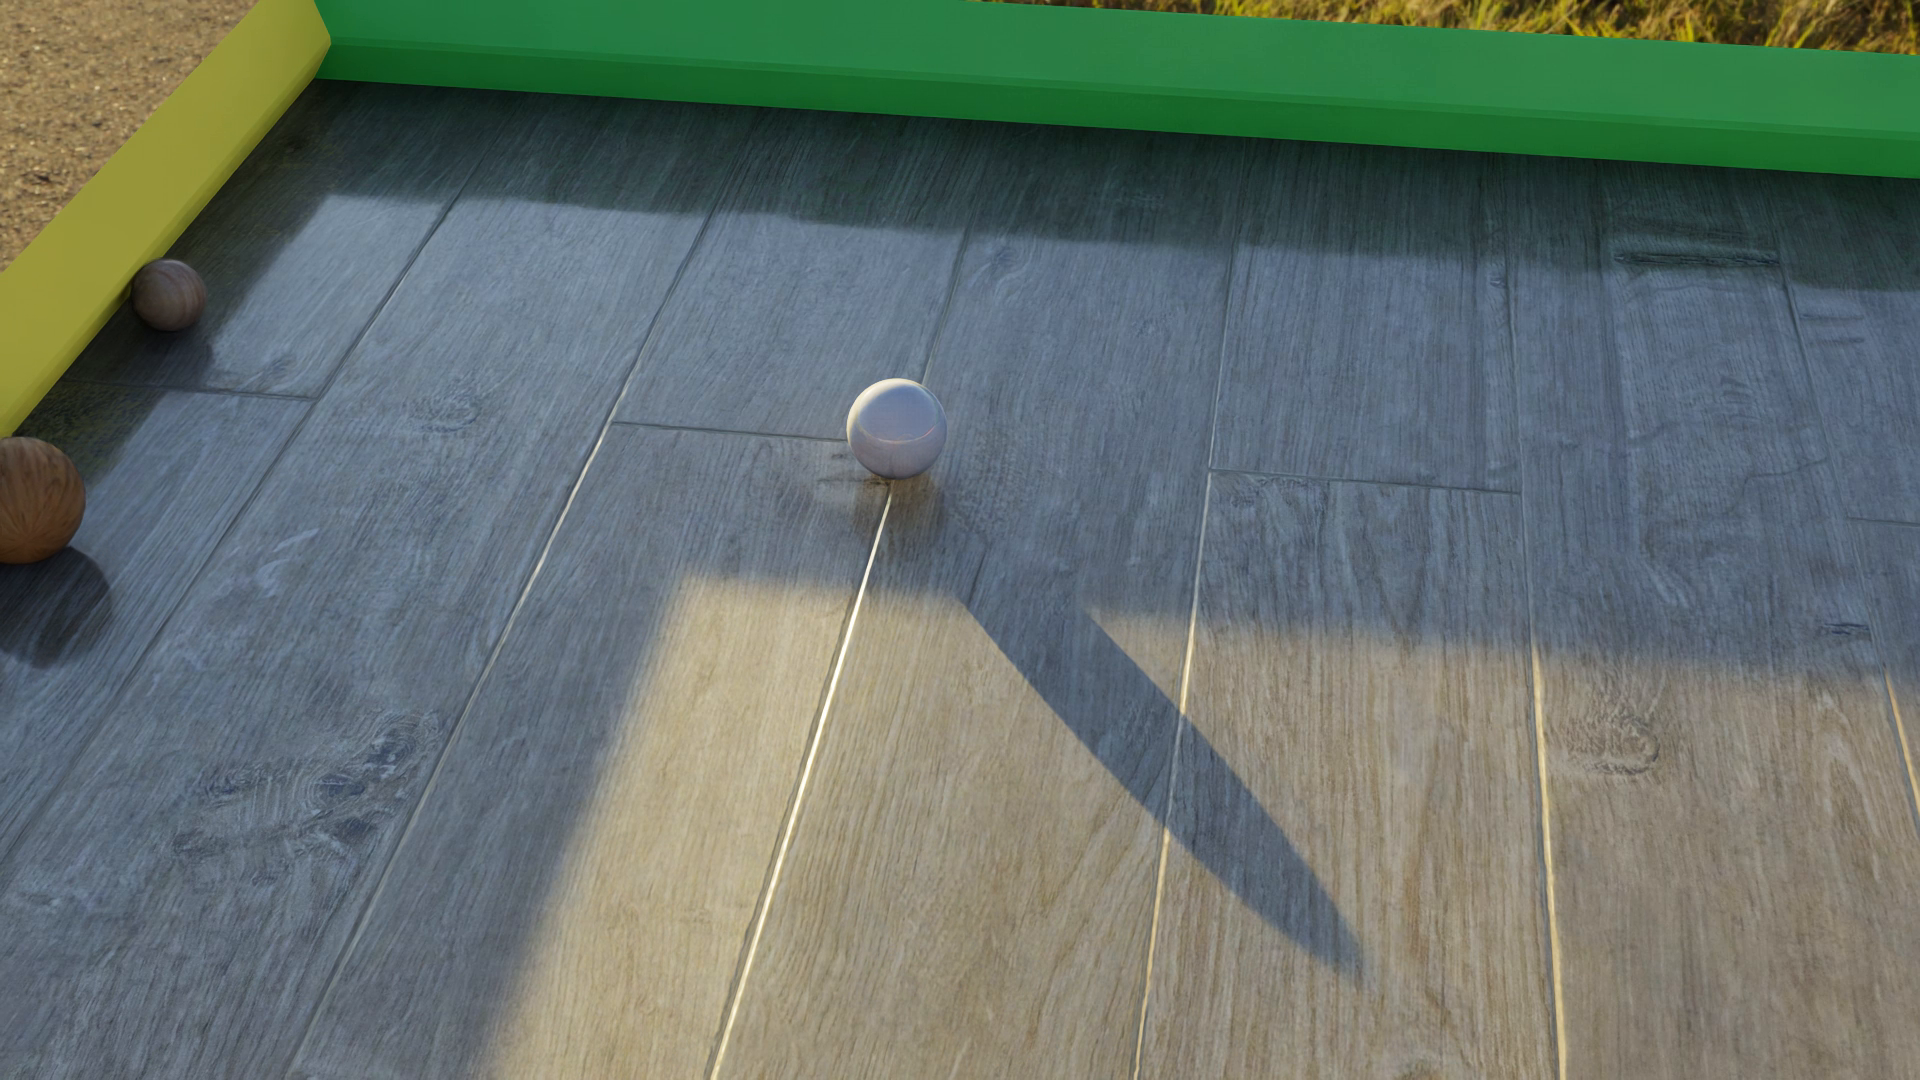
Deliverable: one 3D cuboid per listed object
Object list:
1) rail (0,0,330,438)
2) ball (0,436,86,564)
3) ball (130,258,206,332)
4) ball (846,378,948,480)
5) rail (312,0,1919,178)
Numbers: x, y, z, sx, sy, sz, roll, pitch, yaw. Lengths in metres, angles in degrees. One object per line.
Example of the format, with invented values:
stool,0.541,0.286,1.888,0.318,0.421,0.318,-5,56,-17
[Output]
rail,-0.777,-0.084,2.001,0.045,0.126,1.627,5,35,7
ball,-0.716,-0.031,1.951,0.097,0.097,0.097,0,34,0
ball,-0.694,-0.215,2.249,0.064,0.064,0.064,0,34,0
ball,-0.050,-0.089,2.050,0.081,0.081,0.081,0,34,0
rail,0.914,-0.396,2.456,3.234,0.126,0.045,5,35,7
